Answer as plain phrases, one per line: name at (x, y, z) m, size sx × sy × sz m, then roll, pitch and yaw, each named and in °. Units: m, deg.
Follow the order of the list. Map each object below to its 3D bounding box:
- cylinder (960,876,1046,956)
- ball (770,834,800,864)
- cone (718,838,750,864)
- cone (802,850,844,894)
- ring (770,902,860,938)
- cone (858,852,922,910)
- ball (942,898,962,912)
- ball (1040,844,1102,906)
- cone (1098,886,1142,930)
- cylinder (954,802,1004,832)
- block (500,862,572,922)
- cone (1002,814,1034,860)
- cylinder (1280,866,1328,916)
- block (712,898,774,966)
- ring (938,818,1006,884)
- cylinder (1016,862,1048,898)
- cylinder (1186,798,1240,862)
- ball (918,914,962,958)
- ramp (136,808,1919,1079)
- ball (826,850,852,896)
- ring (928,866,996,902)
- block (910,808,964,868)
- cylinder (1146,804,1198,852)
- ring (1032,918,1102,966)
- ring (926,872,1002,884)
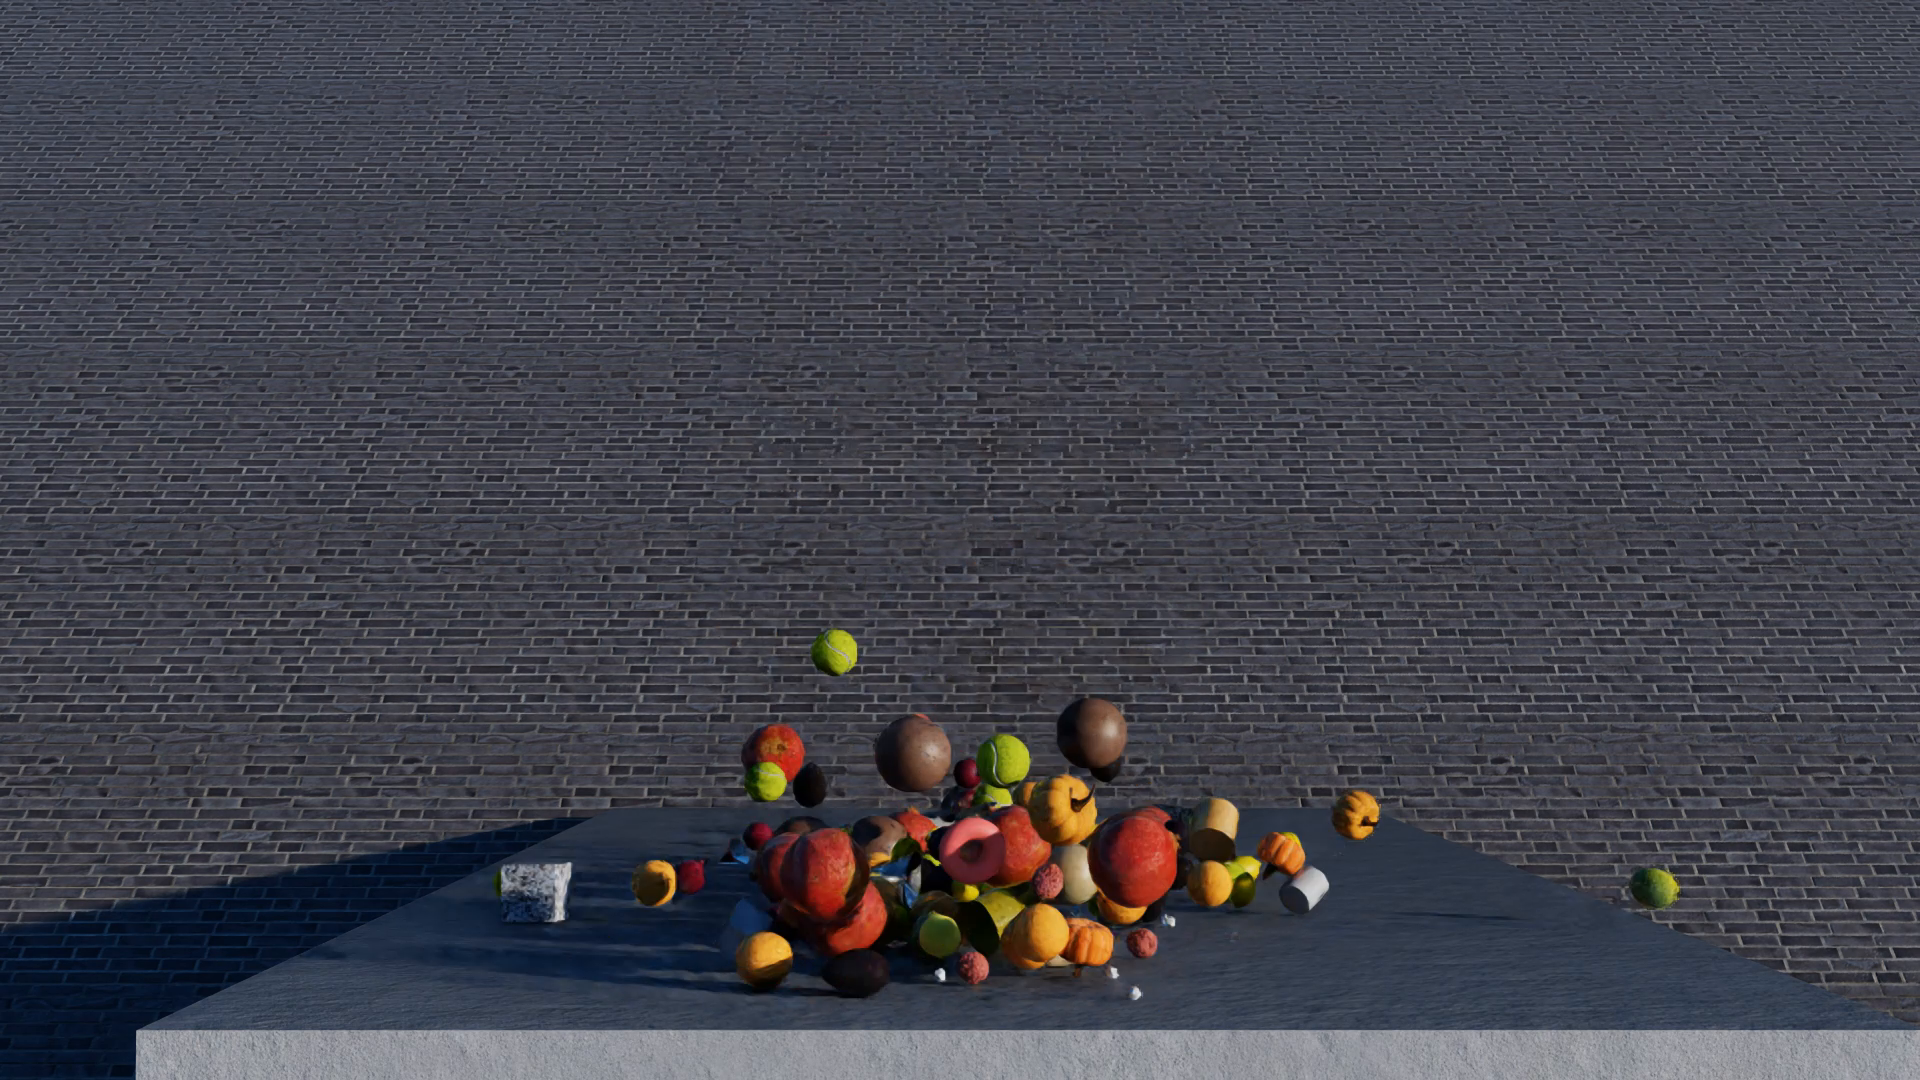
cylinder at (0.059, 0.517, 3.579) m, size 0.085 × 0.085 × 0.085 m, roll -21°, pitch 41°, yaw -34°
ball at (-0.344, 0.609, 5.111) m, size 0.058 × 0.058 × 0.058 m, roll 0°, pitch 36°, yaw 0°
cone at (-0.456, 0.625, 5.116) m, size 0.058 × 0.058 × 0.058 m, roll -30°, pitch 29°, yaw 23°
cone at (-0.218, 0.545, 4.303) m, size 0.074 × 0.074 × 0.074 m, roll 8°, pitch 4°, yaw 11°
ring at (-0.215, 0.563, 3.849) m, size 0.135 × 0.045 × 0.135 m, roll 4°, pitch -5°, yaw 0°
cone at (-0.114, 0.516, 3.973) m, size 0.090 × 0.090 × 0.090 m, roll 5°, pitch 36°, yaw 15°
ball at (0.009, 0.558, 4.172) m, size 0.082 × 0.082 × 0.082 m, roll 0°, pitch 36°, yaw 0°
ball at (0.151, 0.457, 3.550) m, size 0.085 × 0.085 × 0.085 m, roll 0°, pitch 36°, yaw 0°
cone at (0.224, 0.564, 3.905) m, size 0.072 × 0.072 × 0.072 m, roll 22°, pitch 23°, yaw 27°
cylinder at (0.035, 0.468, 4.185) m, size 0.071 × 0.071 × 0.071 m, roll -18°, pitch 6°, yaw 2°
block at (-0.661, 0.549, 4.056) m, size 0.087 × 0.087 × 0.087 m, roll -1°, pitch -5°, yaw 9°
cone at (0.064, 0.414, 3.583) m, size 0.065 × 0.065 × 0.065 m, roll -9°, pitch 36°, yaw 7°
cylinder at (0.549, 0.558, 4.148) m, size 0.057 × 0.057 × 0.057 m, roll 25°, pitch 43°, yaw 30°
block at (-0.288, 0.520, 3.449) m, size 0.052 × 0.052 × 0.052 m, roll 31°, pitch 36°, yaw -4°
ring at (0.015, 0.379, 3.167) m, size 0.083 × 0.083 × 0.028 m, roll -7°, pitch 10°, yaw -9°
cylinder at (0.132, 0.582, 4.444) m, size 0.058 × 0.058 × 0.058 m, roll -22°, pitch 9°, yaw -27°
cylinder at (0.426, 0.487, 4.368) m, size 0.077 × 0.077 × 0.077 m, roll 10°, pitch 28°, yaw 13°
ball at (-0.026, 0.516, 3.385) m, size 0.055 × 0.055 × 0.055 m, roll 0°, pitch 36°, yaw 0°
ramp at (0.080, 0.679, 4.900) m, size 2.000 × 0.100 × 4.000 m, roll 0°, pitch -2°, yaw 0°
ball at (-0.224, 0.573, 4.480) m, size 0.077 × 0.077 × 0.077 m, roll 0°, pitch 36°, yaw 0°
ring at (0.003, 0.501, 3.786) m, size 0.104 × 0.104 × 0.035 m, roll 7°, pitch 64°, yaw 9°
block at (-0.029, 0.561, 4.902) m, size 0.094 × 0.094 × 0.094 m, roll -8°, pitch 1°, yaw -23°
cylinder at (0.444, 0.596, 5.384) m, size 0.090 × 0.090 × 0.090 m, roll 5°, pitch 36°, yaw 21°
ring at (0.141, 0.533, 3.445) m, size 0.098 × 0.098 × 0.033 m, roll -10°, pitch 56°, yaw -13°
ring at (0.007, 0.590, 4.484) m, size 0.134 × 0.045 × 0.134 m, roll -1°, pitch -1°, yaw 0°
